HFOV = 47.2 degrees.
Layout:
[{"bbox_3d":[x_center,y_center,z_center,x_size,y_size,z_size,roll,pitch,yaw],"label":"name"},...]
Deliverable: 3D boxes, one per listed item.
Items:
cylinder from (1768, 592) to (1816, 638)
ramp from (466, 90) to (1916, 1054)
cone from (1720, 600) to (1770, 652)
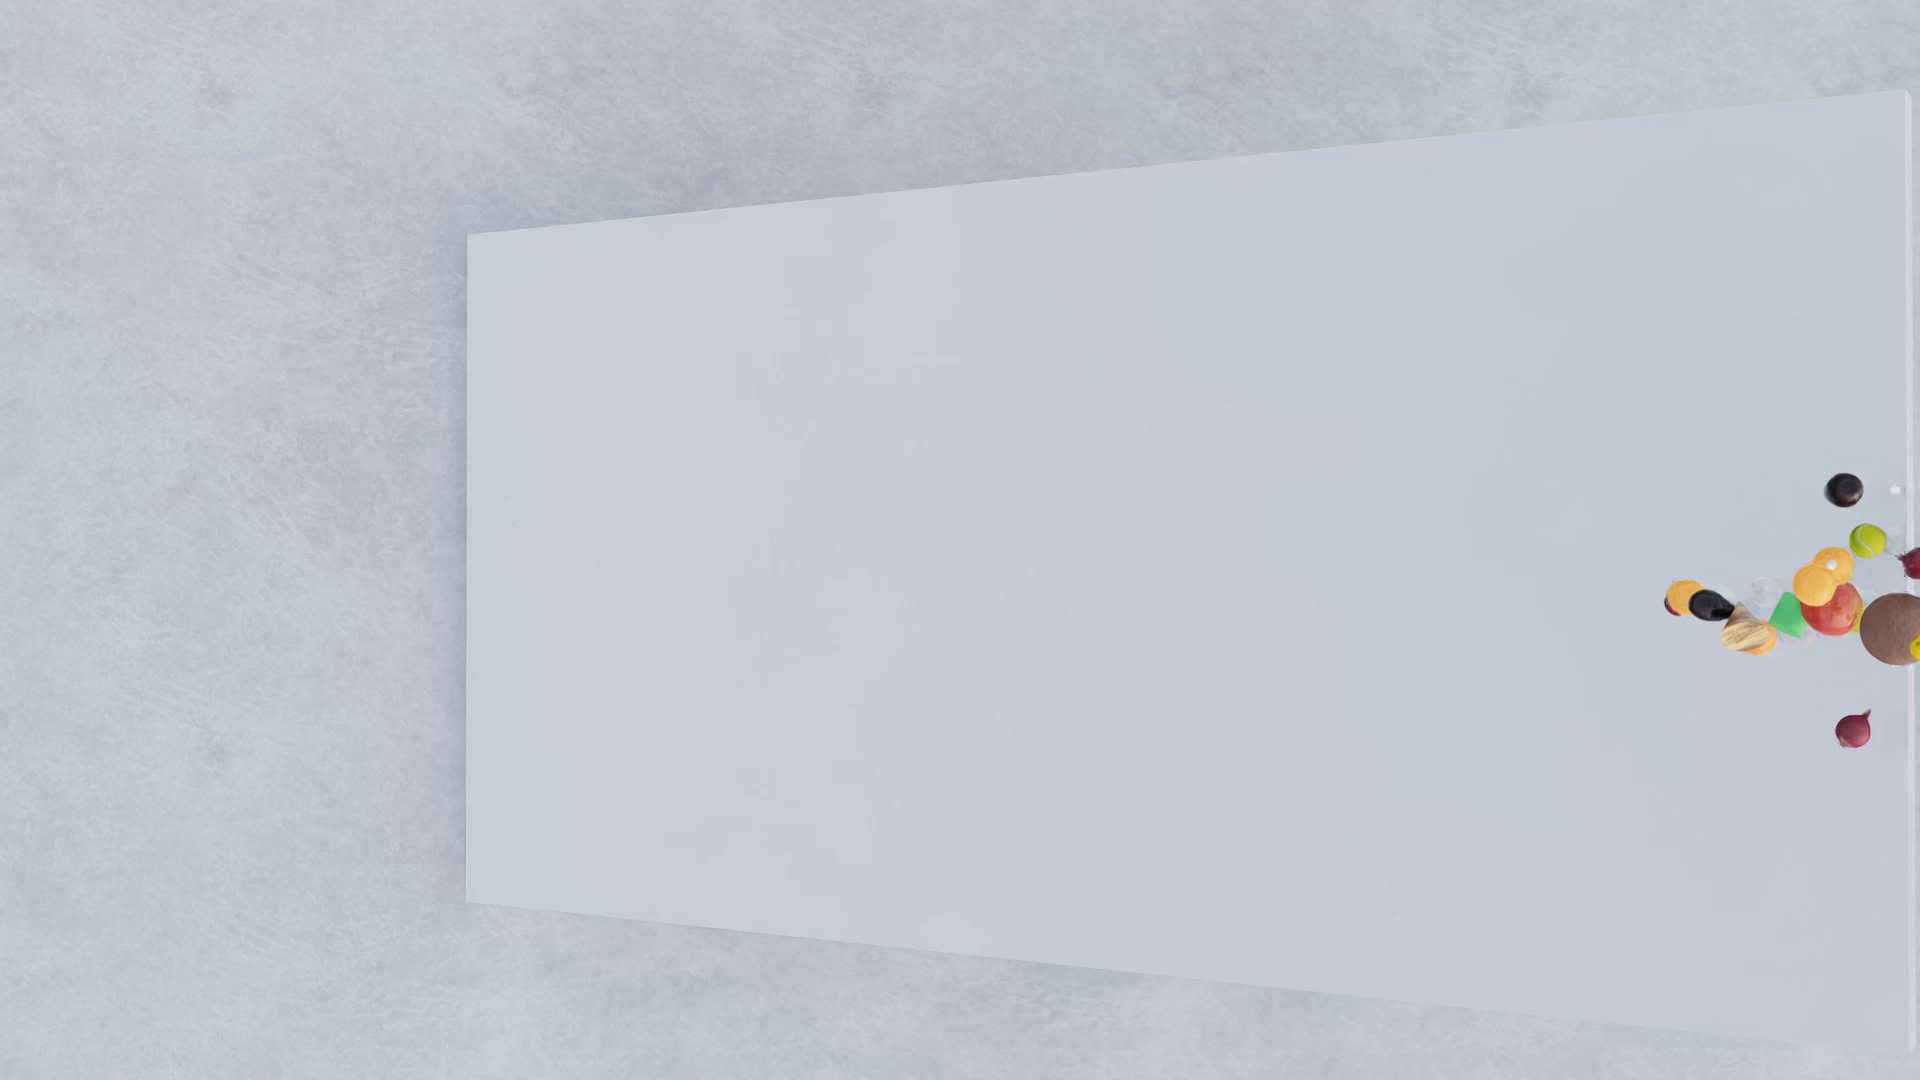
[{"bbox_3d":[1.628,0.146,4.302,0.066,0.066,0.066,29,87,0],"label":"cylinder"},{"bbox_3d":[0.267,0.074,5.619,4.000,0.100,2.000,0,89,31],"label":"ramp"},{"bbox_3d":[1.500,0.150,4.219,0.090,0.090,0.090,9,50,0],"label":"cone"}]
